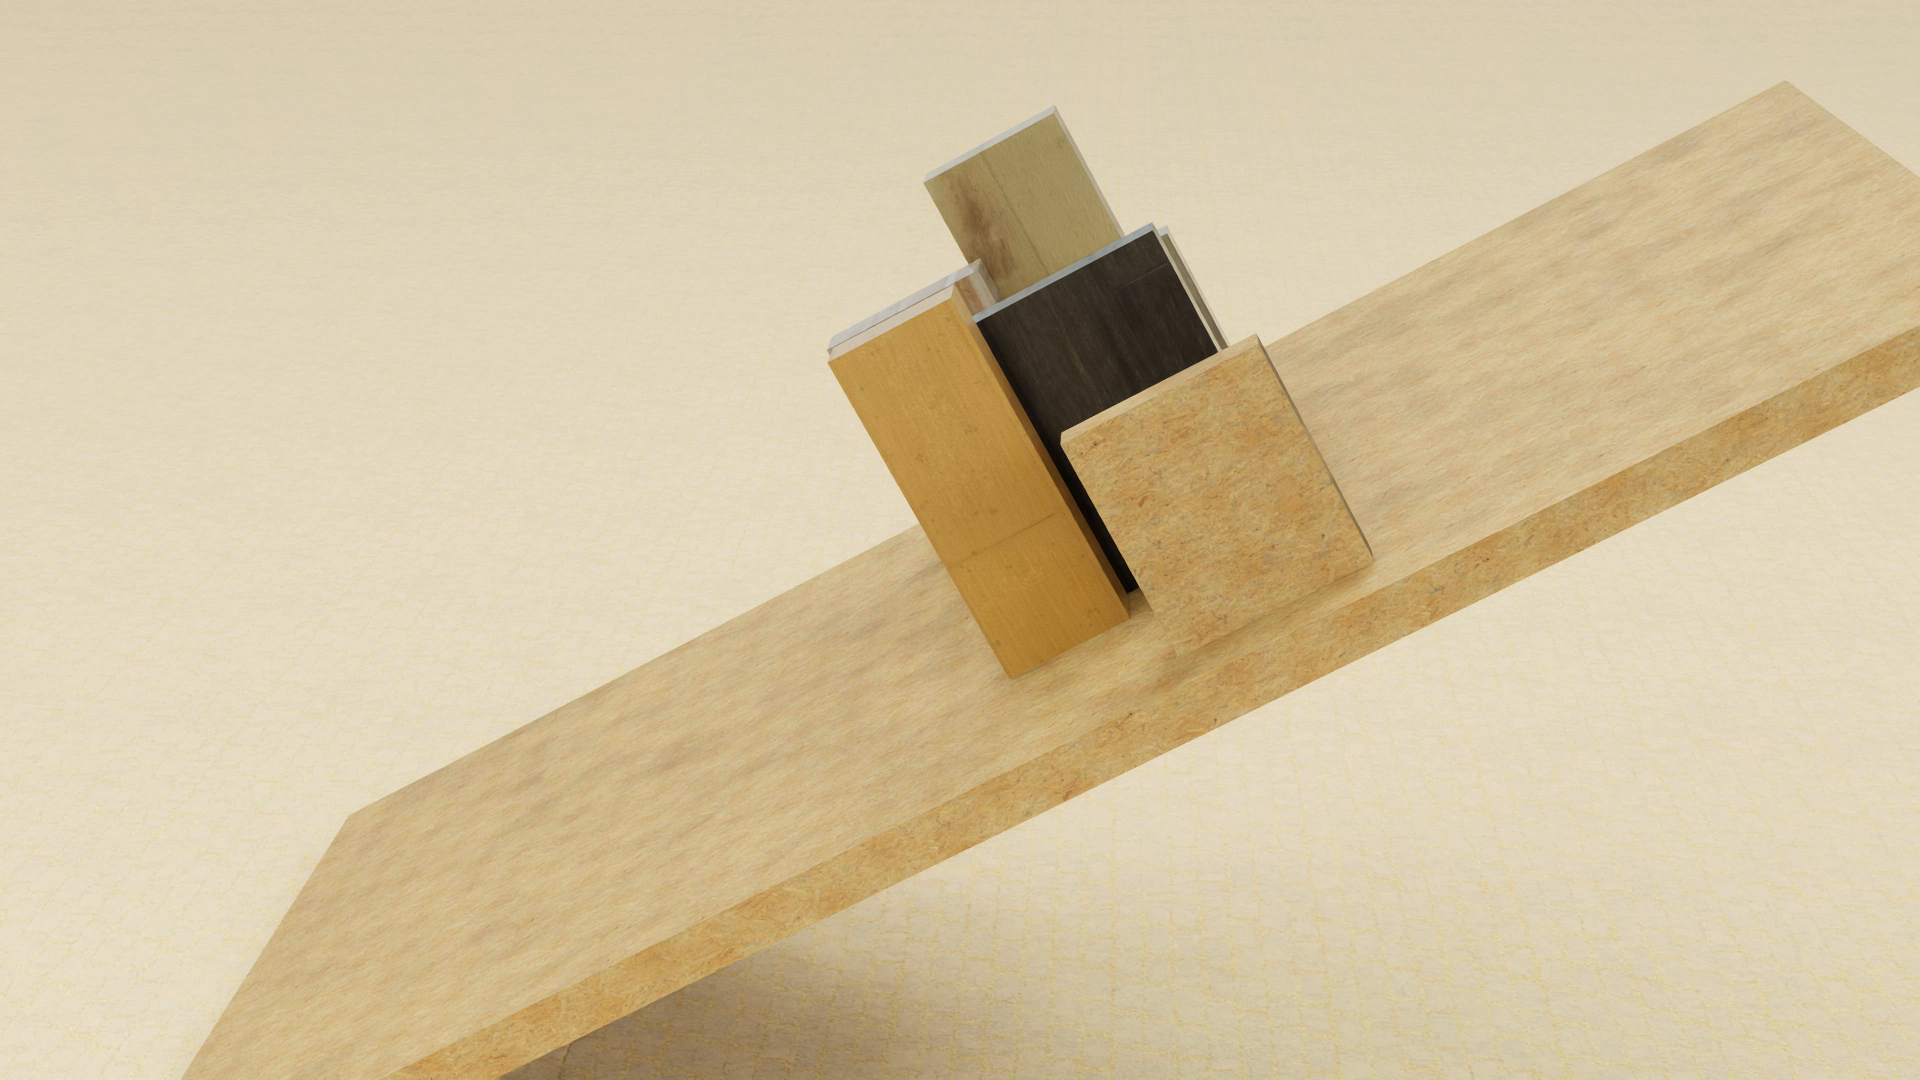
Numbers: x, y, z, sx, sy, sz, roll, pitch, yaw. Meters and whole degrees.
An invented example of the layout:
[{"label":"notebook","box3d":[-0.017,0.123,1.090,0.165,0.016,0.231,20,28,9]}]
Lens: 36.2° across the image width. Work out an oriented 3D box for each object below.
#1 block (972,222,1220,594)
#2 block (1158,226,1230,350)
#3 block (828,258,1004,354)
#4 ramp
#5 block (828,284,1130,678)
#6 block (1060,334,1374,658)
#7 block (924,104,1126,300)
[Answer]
[{"label":"block","box3d":[0.332,-0.245,5.828,0.445,0.631,0.081,-27,14,11]},{"label":"block","box3d":[0.416,-0.362,6.295,0.334,0.521,0.084,-27,14,11]},{"label":"block","box3d":[0.010,-0.298,6.776,0.393,0.571,0.128,-27,14,11]},{"label":"ramp","box3d":[0.141,0.167,6.282,4.000,0.100,2.000,-27,14,11]},{"label":"block","box3d":[0.043,-0.110,5.735,0.270,0.727,0.115,-27,14,11]},{"label":"block","box3d":[0.467,-0.078,5.337,0.397,0.459,0.081,-27,14,11]},{"label":"block","box3d":[0.255,-0.582,6.844,0.339,0.779,0.114,-27,14,11]}]
